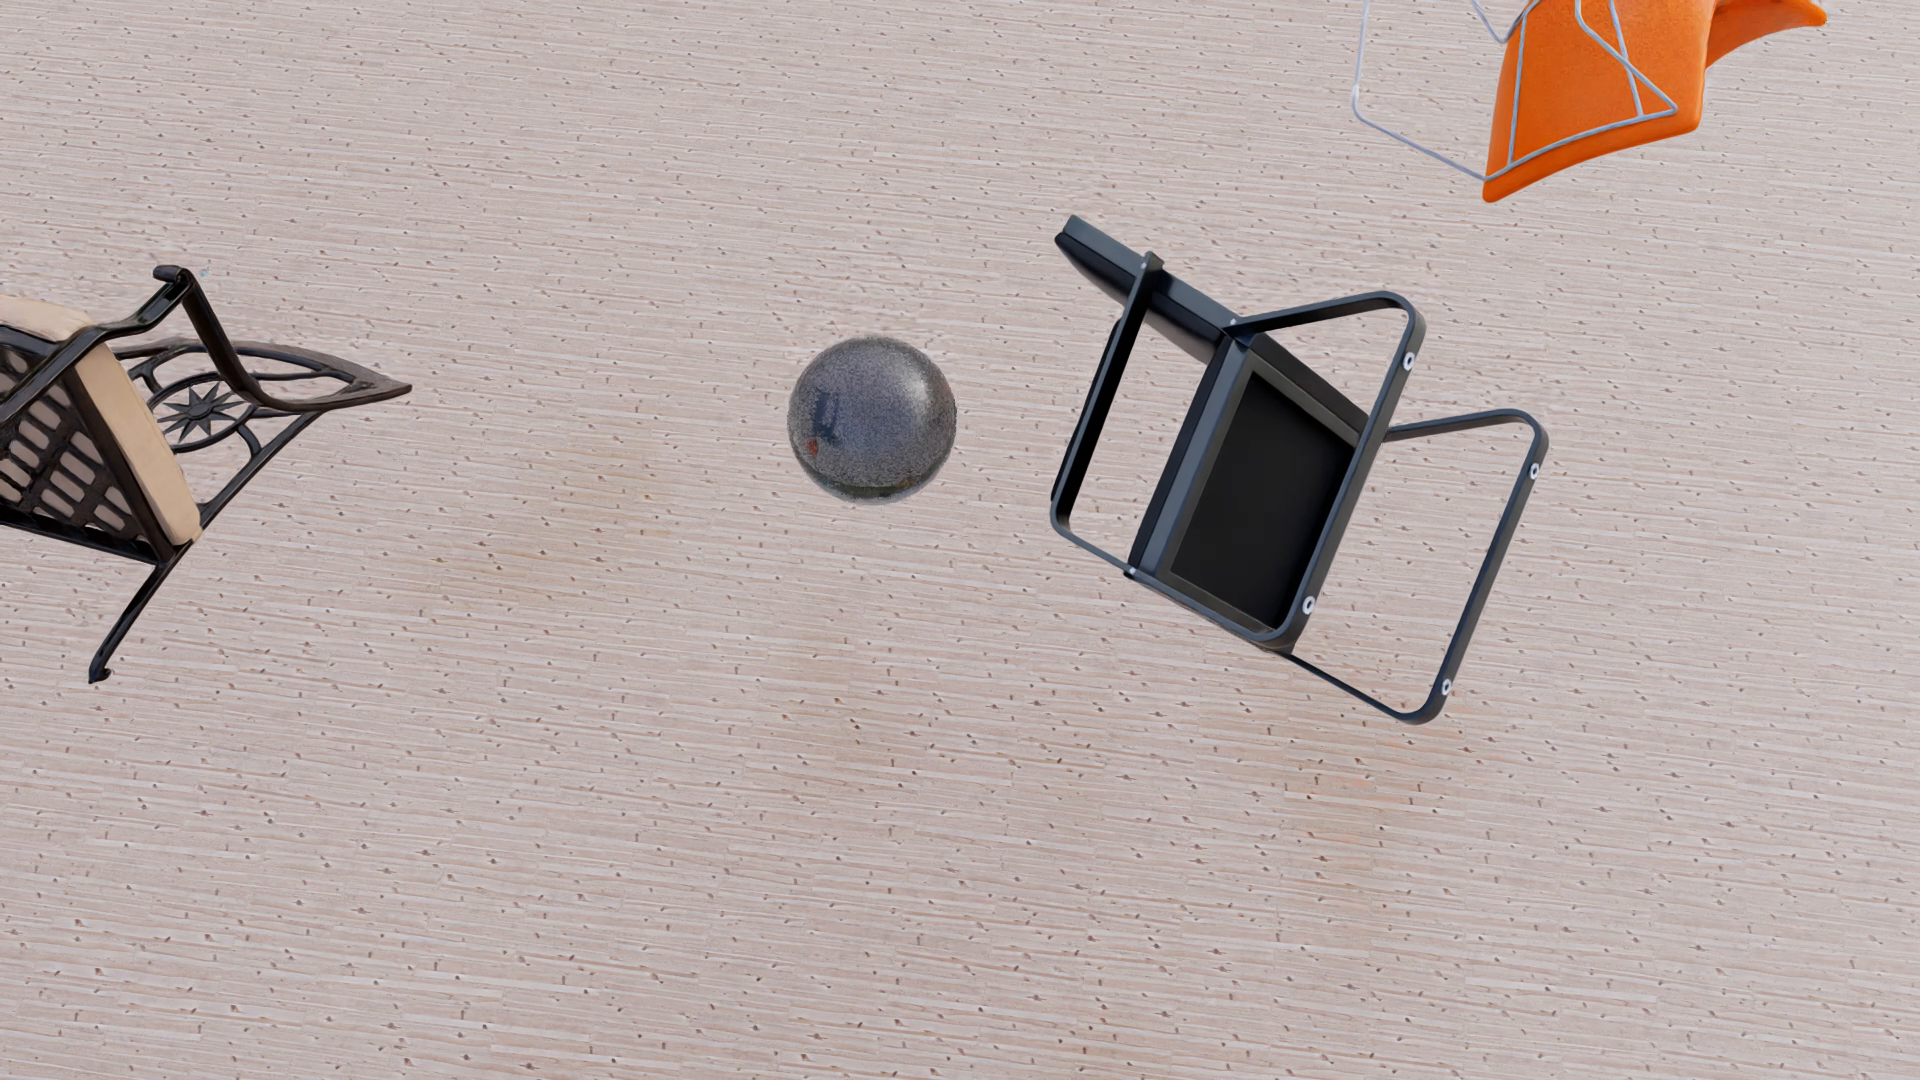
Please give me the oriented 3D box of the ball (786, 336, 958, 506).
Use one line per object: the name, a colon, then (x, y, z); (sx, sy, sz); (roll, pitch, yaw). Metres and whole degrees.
ball: (-0.110, -0.150, 2.758); (0.213, 0.213, 0.213); (0, 56, 0)
